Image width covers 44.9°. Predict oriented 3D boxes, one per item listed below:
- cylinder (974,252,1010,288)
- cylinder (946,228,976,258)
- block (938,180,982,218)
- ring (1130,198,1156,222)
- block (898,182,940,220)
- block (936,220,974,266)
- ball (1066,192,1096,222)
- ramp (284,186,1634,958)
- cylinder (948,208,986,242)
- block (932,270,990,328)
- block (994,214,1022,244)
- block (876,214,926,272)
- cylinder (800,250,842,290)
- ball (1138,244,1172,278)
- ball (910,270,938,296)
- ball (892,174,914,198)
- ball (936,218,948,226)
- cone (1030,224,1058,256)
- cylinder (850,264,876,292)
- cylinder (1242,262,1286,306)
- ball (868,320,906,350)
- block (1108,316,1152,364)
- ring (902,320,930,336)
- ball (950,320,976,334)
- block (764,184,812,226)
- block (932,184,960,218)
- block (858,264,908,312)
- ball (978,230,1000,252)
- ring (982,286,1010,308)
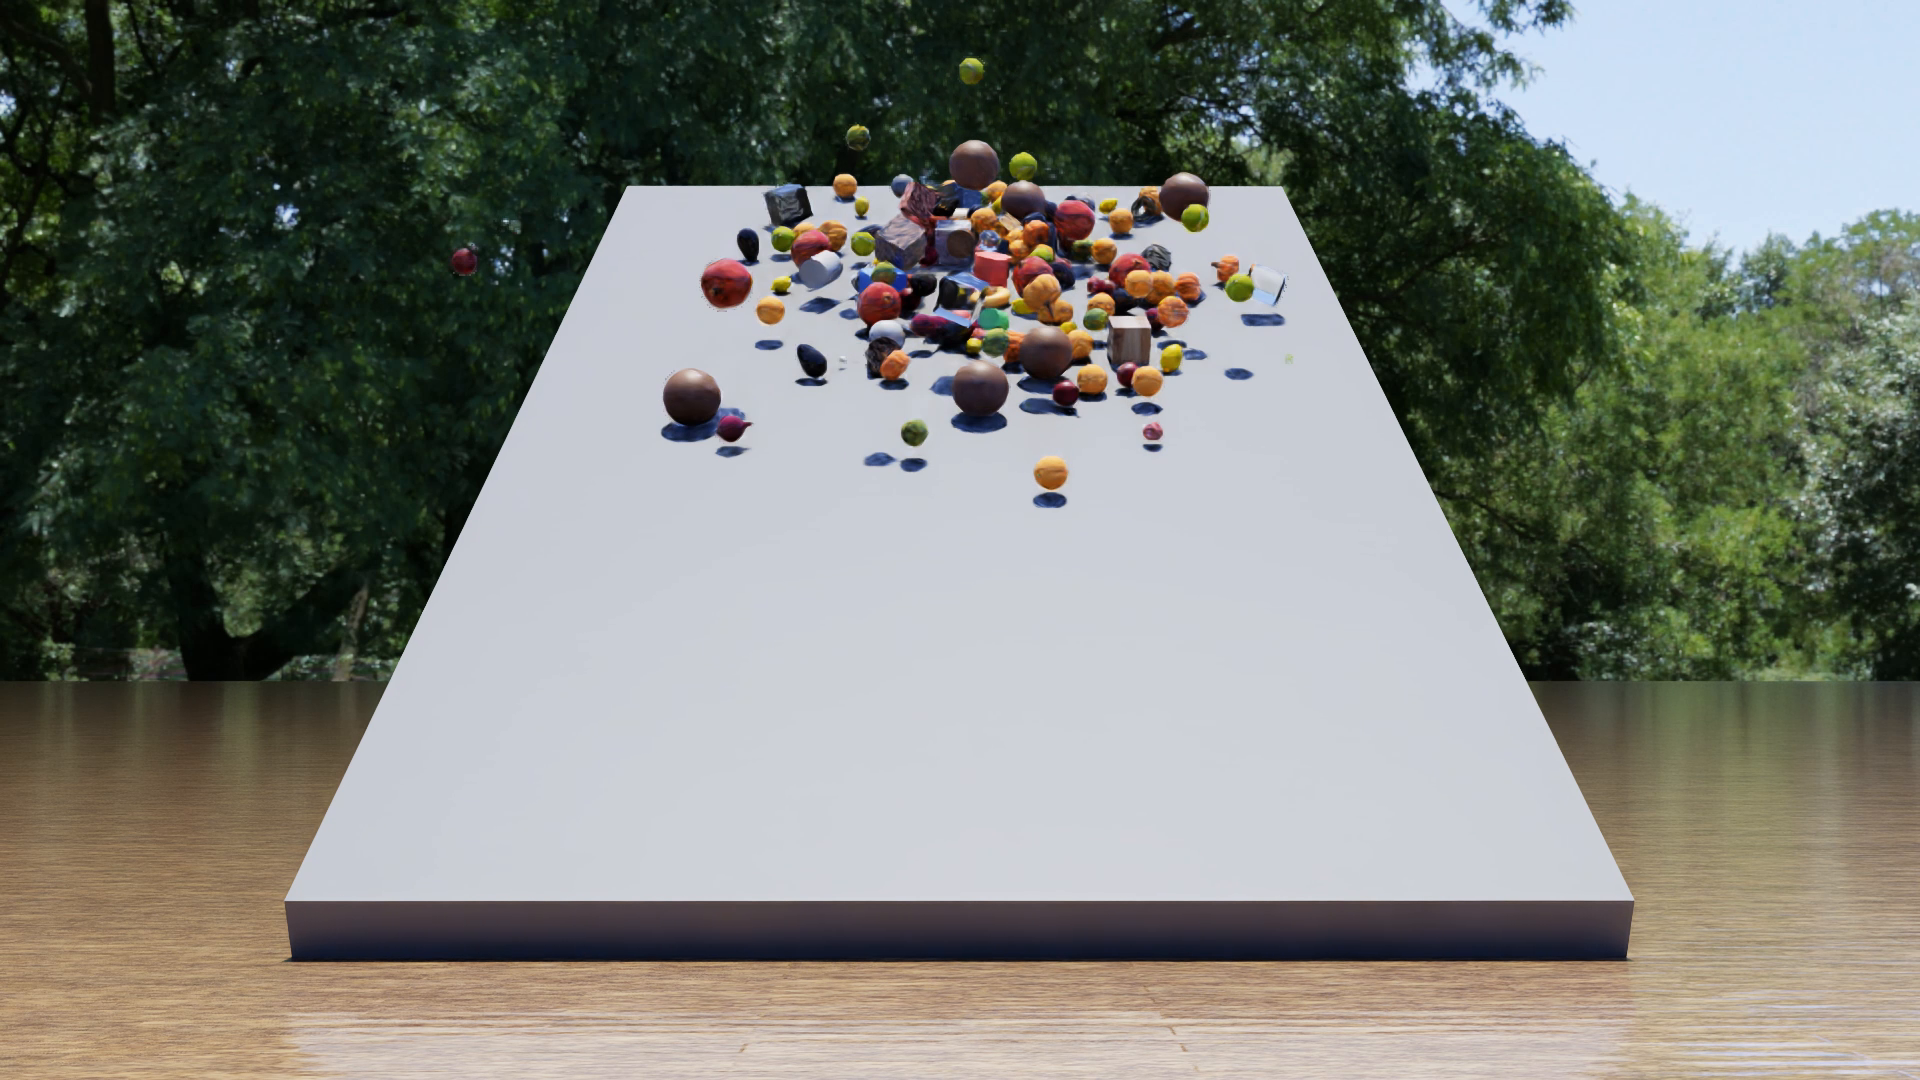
[{"bbox_3d":[0.081,-0.702,6.113,0.093,0.093,0.093,6,18,-2],"label":"cylinder"},{"bbox_3d":[0.004,-0.778,6.086,0.073,0.073,0.073,0,12,6],"label":"cylinder"},{"bbox_3d":[-0.003,-0.957,6.624,0.090,0.090,0.090,-12,-24,33],"label":"block"},{"bbox_3d":[0.530,-0.955,6.724,0.079,0.079,0.026,1,34,-19],"label":"ring"},{"bbox_3d":[-0.112,-0.923,6.317,0.075,0.075,0.075,22,-1,-19],"label":"block"},{"bbox_3d":[-0.015,-0.814,6.373,0.098,0.098,0.098,2,24,3],"label":"block"},{"bbox_3d":[0.349,-0.968,6.738,0.087,0.087,0.087,0,-3,0],"label":"ball"},{"bbox_3d":[-0.008,-0.228,5.291,2.000,0.100,4.000,0,24,0],"label":"ramp"},{"bbox_3d":[0.021,-0.886,6.543,0.093,0.093,0.093,-1,-3,7],"label":"cylinder"},{"bbox_3d":[0.003,-0.572,5.498,0.093,0.093,0.093,23,23,7],"label":"block"},{"bbox_3d":[0.130,-0.865,6.448,0.051,0.051,0.051,39,-39,1],"label":"block"},{"bbox_3d":[-0.154,-0.771,6.063,0.094,0.094,0.094,33,-33,20],"label":"block"},{"bbox_3d":[-0.361,-0.702,6.042,0.082,0.082,0.082,-2,21,28],"label":"cylinder"},{"bbox_3d":[0.525,-0.748,6.237,0.090,0.090,0.090,0,-3,0],"label":"ball"},{"bbox_3d":[-0.092,-0.656,5.928,0.068,0.068,0.068,0,-3,0],"label":"ball"},{"bbox_3d":[-0.161,-1.000,6.571,0.068,0.068,0.068,0,-3,0],"label":"ball"},{"bbox_3d":[-0.045,-0.889,6.602,0.051,0.051,0.051,0,-3,0],"label":"ball"},{"bbox_3d":[0.247,-0.836,6.401,0.081,0.081,0.081,20,3,-1],"label":"cone"},{"bbox_3d":[-0.243,-0.683,6.086,0.062,0.062,0.062,-30,-18,28],"label":"cylinder"},{"bbox_3d":[0.777,-0.652,5.940,0.088,0.088,0.088,21,-4,-2],"label":"cylinder"},{"bbox_3d":[-0.177,-0.487,5.608,0.090,0.090,0.090,0,-3,0],"label":"ball"},{"bbox_3d":[0.411,-0.487,5.644,0.091,0.091,0.091,-1,24,-4],"label":"block"},{"bbox_3d":[-0.111,-0.531,5.823,0.075,0.025,0.075,0,23,0],"label":"ring"},{"bbox_3d":[0.008,-0.551,5.816,0.067,0.067,0.067,0,-3,0],"label":"ball"},{"bbox_3d":[-0.494,-0.965,6.689,0.090,0.090,0.090,-27,26,-25],"label":"block"},{"bbox_3d":[-0.047,-0.933,6.391,0.060,0.060,0.060,1,-41,-29],"label":"block"},{"bbox_3d":[-0.199,-0.651,6.013,0.091,0.091,0.091,-15,28,-30],"label":"block"},{"bbox_3d":[0.078,-0.794,6.165,0.060,0.060,0.060,0,-3,0],"label":"ball"},{"bbox_3d":[0.082,-0.631,6.038,0.100,0.033,0.100,-4,28,2],"label":"ring"}]
